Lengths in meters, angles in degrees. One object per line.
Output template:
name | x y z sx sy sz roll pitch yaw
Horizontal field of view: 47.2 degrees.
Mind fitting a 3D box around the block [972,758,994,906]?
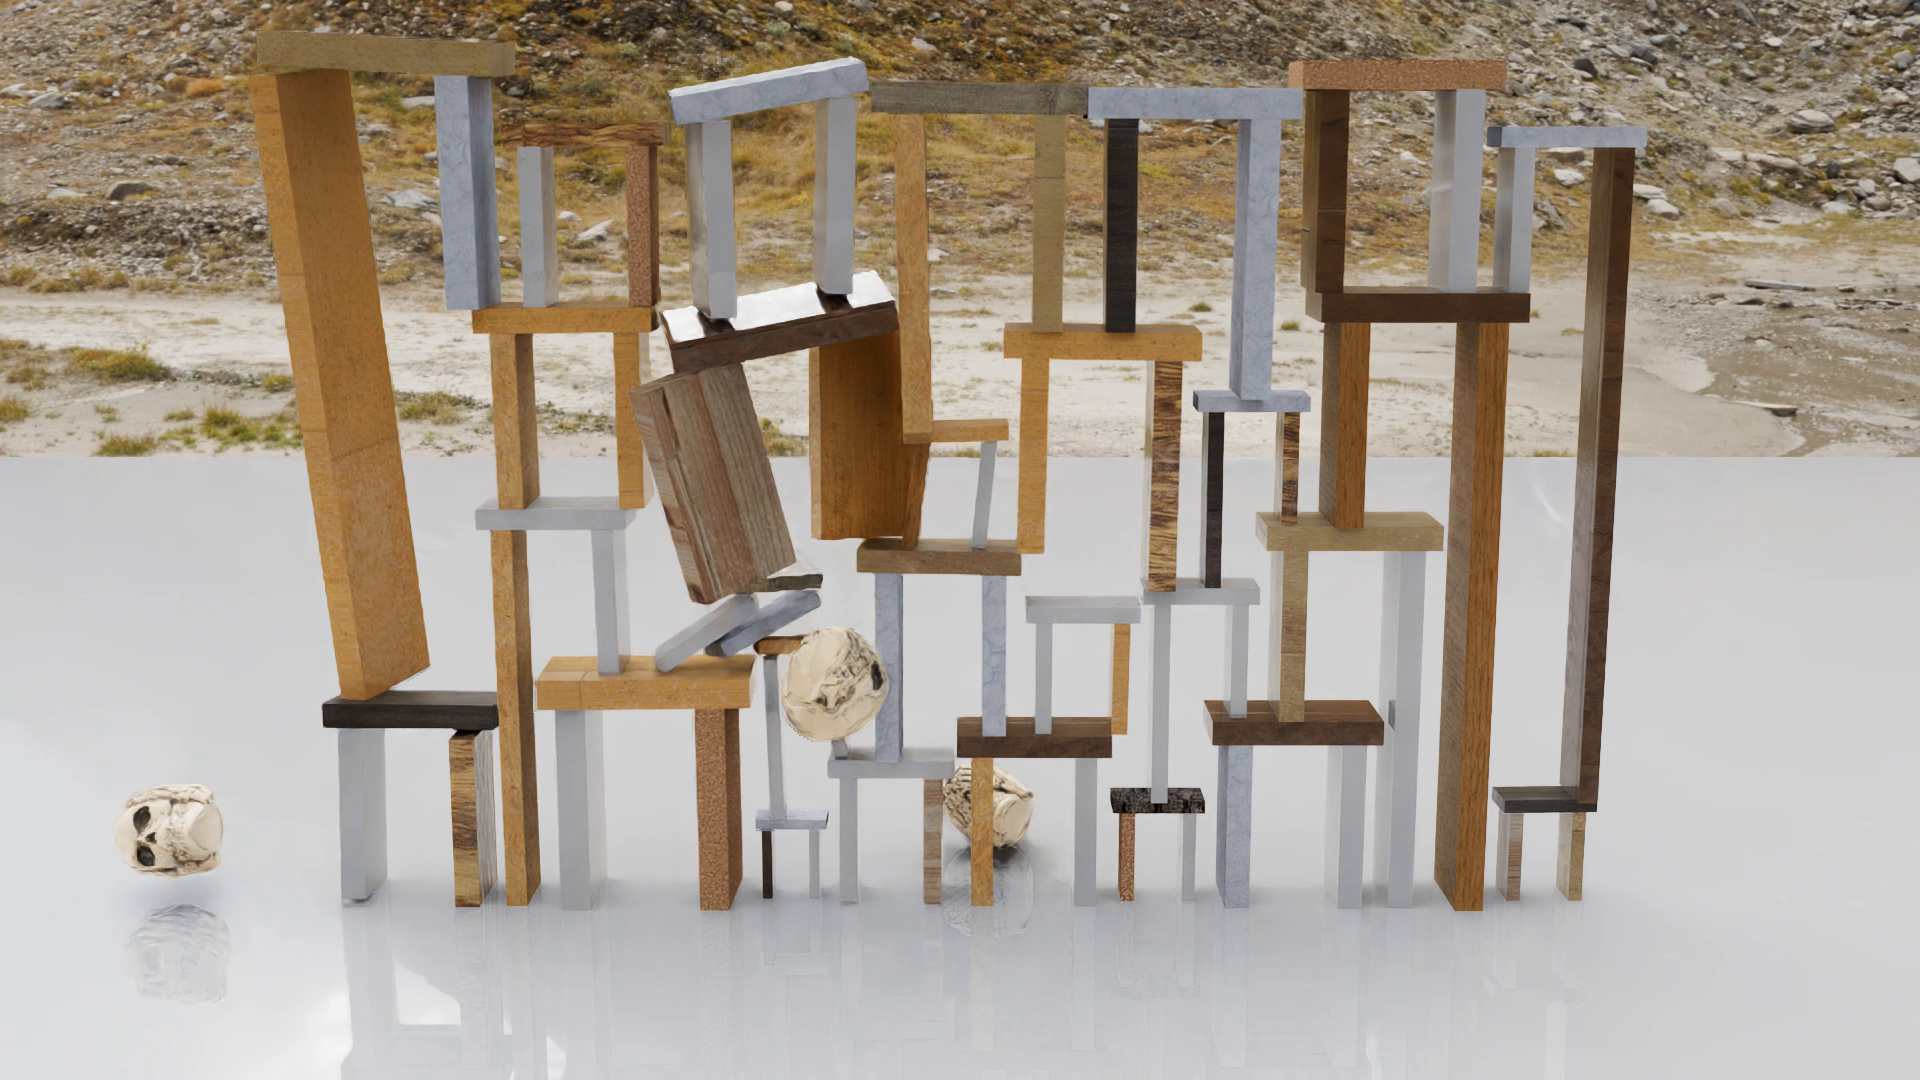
block | 0.037 0.466 3.649 0.036 0.251 0.126 0 10 0

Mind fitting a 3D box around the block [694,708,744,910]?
block | -0.398 0.422 3.641 0.048 0.340 0.170 0 10 2

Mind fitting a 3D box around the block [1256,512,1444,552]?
block | 0.627 -0.015 3.555 0.280 0.040 0.140 0 11 0

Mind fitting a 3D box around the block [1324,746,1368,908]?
block | 0.637 0.455 3.641 0.039 0.276 0.138 0 11 0

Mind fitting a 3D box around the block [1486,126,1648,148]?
block | 0.948 -0.631 3.442 0.222 0.031 0.111 0 11 1

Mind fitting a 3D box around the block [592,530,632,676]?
block | -0.566 0.091 3.575 0.034 0.239 0.119 -1 10 1

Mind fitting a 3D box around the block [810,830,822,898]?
block | -0.241 0.531 3.664 0.017 0.117 0.059 0 9 0

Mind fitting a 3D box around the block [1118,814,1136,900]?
block | 0.277 0.516 3.657 0.021 0.150 0.075 0 11 0

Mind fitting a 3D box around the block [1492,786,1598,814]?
block | 0.966 0.429 3.638 0.153 0.022 0.076 0 11 -2

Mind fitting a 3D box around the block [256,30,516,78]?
block | -0.885 -0.756 3.412 0.354 0.050 0.177 3 13 0

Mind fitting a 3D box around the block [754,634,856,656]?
block | -0.257 0.173 3.644 0.162 0.023 0.081 0 4 -11

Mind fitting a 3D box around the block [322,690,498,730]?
block | -0.898 0.282 3.655 0.282 0.040 0.141 1 5 2

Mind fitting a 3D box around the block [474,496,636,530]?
block | -0.650 -0.043 3.550 0.238 0.034 0.119 0 11 1

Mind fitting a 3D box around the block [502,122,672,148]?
block | -0.582 -0.634 3.443 0.247 0.035 0.123 -1 11 -1

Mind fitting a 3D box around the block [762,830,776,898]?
block | -0.319 0.531 3.663 0.017 0.117 0.058 0 10 0

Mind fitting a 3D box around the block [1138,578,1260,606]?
block | 0.388 0.083 3.574 0.187 0.027 0.094 0 10 0

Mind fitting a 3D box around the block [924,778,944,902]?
block | -0.044 0.485 3.654 0.029 0.207 0.103 0 8 1

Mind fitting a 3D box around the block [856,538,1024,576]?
block | -0.030 0.026 3.578 0.264 0.037 0.132 1 9 4

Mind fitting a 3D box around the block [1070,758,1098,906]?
block | 0.205 0.466 3.648 0.036 0.251 0.126 0 11 0

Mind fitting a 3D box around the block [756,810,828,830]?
block | -0.278 0.464 3.655 0.117 0.017 0.059 0 9 1

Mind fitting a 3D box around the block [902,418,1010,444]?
block | -0.007 -0.176 3.542 0.169 0.024 0.085 -2 11 -1

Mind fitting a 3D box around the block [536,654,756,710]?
block | -0.509 0.232 3.599 0.340 0.048 0.170 0 10 -2

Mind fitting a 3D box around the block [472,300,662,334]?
block | -0.622 -0.355 3.497 0.279 0.040 0.139 0 11 0

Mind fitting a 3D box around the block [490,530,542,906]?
block | -0.729 0.282 3.612 0.034 0.627 0.119 0 11 0

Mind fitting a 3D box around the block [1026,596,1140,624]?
block | 0.199 0.113 3.582 0.185 0.026 0.092 0 10 1

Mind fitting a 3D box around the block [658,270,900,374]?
block | -0.288 -0.345 3.470 0.355 0.050 0.177 -12 24 -8

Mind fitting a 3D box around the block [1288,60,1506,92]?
block | 0.678 -0.724 3.429 0.310 0.044 0.155 0 11 0

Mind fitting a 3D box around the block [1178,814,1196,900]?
block | 0.377 0.516 3.657 0.021 0.150 0.075 0 11 0

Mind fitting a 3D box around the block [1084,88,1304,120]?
block | 0.359 -0.680 3.431 0.327 0.046 0.163 0 10 0

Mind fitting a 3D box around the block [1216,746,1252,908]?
block | 0.453 0.455 3.641 0.039 0.276 0.138 0 11 0

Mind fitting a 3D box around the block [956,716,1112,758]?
block | 0.121 0.325 3.623 0.251 0.036 0.126 0 10 0

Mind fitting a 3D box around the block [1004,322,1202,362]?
block | 0.225 -0.317 3.509 0.310 0.044 0.155 1 10 1

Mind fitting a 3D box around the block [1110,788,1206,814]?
block | 0.326 0.431 3.642 0.150 0.021 0.075 0 11 0

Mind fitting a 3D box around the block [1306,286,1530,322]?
block | 0.722 -0.374 3.487 0.323 0.046 0.162 0 11 0

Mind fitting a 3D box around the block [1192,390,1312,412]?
block | 0.466 -0.223 3.521 0.178 0.025 0.089 0 10 0

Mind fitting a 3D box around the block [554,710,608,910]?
block | -0.627 0.422 3.642 0.048 0.340 0.170 0 10 0

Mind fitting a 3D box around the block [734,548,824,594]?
block | -0.330 0.052 3.615 0.188 0.027 0.094 -4 29 -34

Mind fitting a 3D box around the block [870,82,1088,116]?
block | 0.028 -0.690 3.434 0.331 0.047 0.166 0 11 -1

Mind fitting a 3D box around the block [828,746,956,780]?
block | -0.112 0.368 3.640 0.207 0.029 0.104 0 8 1

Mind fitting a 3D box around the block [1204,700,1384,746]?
block | 0.545 0.300 3.612 0.276 0.039 0.138 0 11 0

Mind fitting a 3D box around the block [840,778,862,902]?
block | -0.182 0.485 3.656 0.029 0.207 0.104 0 8 1

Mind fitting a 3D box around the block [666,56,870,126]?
block | -0.297 -0.692 3.382 0.297 0.042 0.149 -12 17 -7
